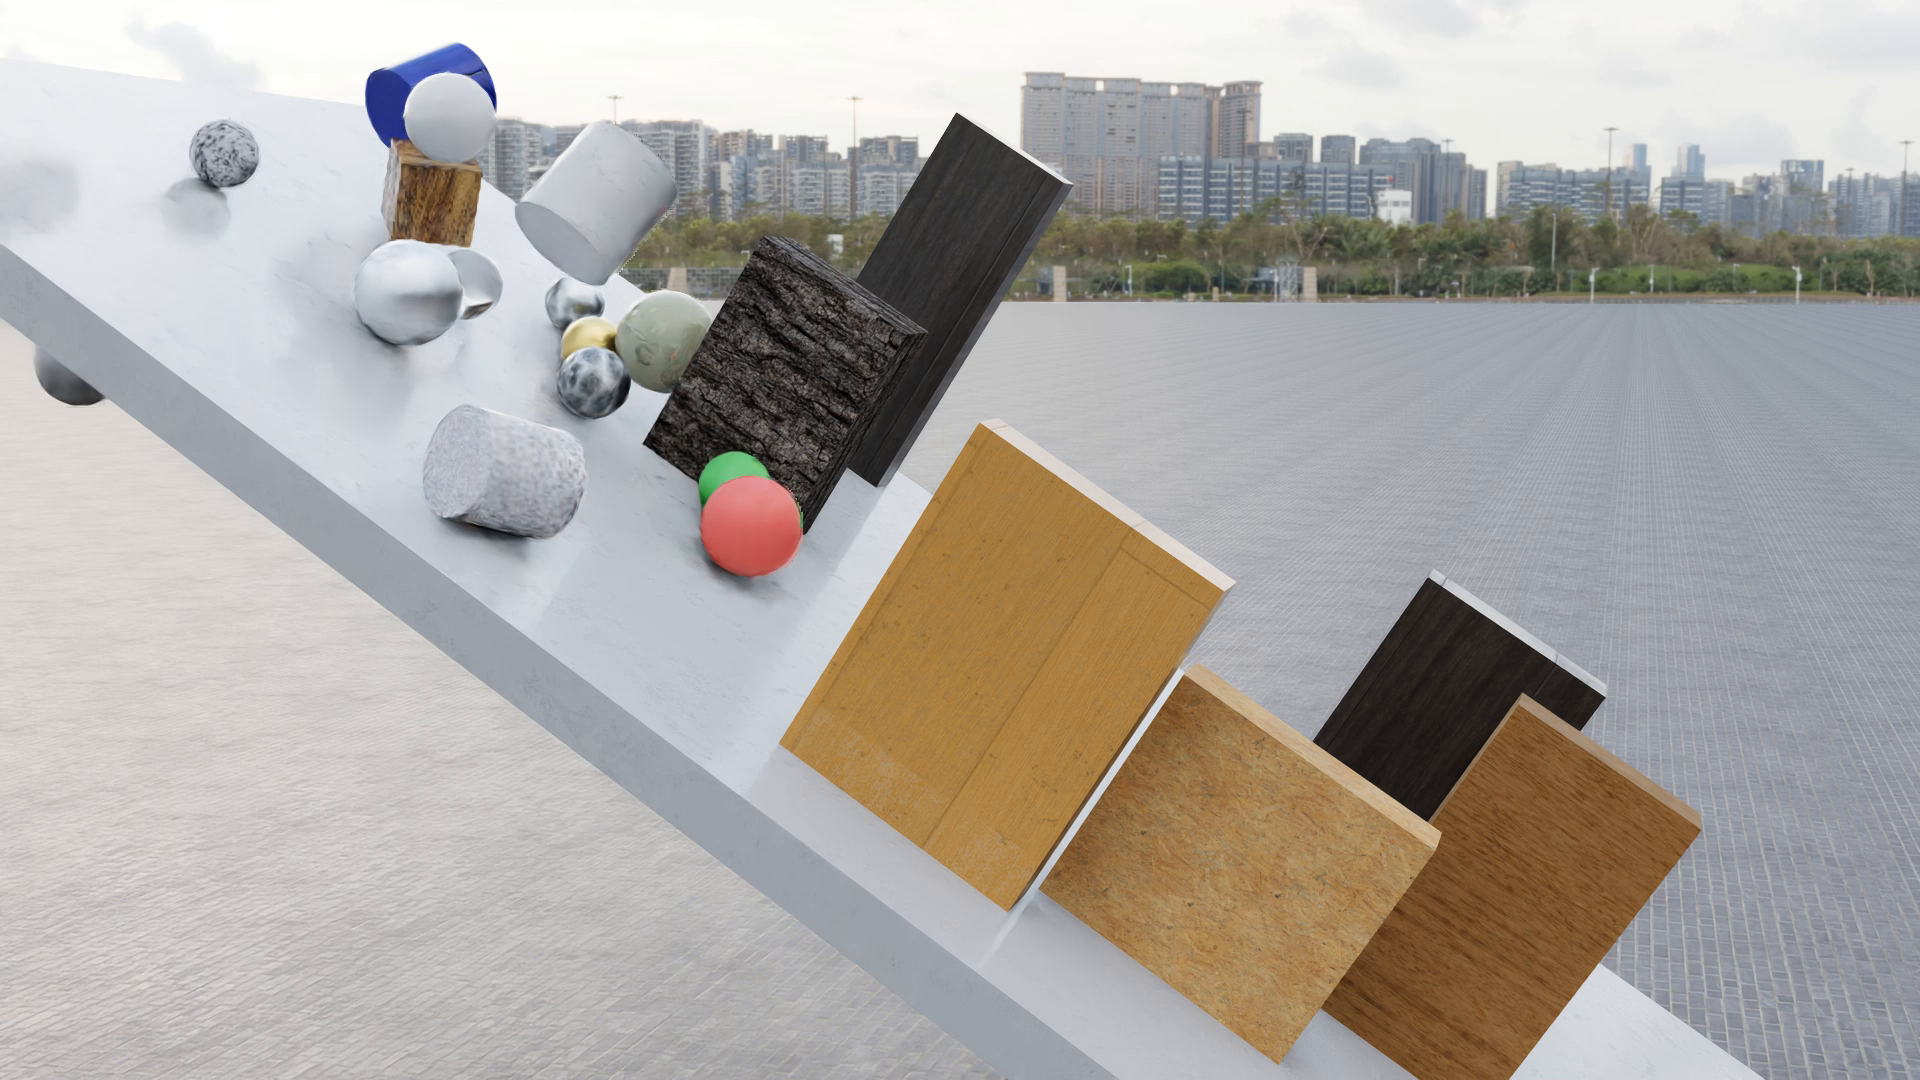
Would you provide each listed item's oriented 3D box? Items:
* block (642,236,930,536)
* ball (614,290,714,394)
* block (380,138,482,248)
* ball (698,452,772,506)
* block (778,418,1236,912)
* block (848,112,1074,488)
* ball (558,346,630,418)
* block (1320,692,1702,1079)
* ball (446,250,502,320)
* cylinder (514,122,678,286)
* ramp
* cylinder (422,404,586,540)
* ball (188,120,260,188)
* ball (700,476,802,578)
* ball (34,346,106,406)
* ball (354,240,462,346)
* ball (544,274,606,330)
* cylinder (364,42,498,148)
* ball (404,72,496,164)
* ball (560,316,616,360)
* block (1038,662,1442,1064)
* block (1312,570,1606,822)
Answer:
[{"bbox_3d":[-0.336,-0.292,4.229,0.337,0.471,0.141,35,15,10],"label":"block"},{"bbox_3d":[-0.578,-0.390,4.338,0.203,0.203,0.203,0,7,0],"label":"ball"},{"bbox_3d":[-1.090,-0.715,4.529,0.161,0.161,0.161,3,27,-25],"label":"block"},{"bbox_3d":[-0.418,-0.096,4.092,0.138,0.138,0.138,0,7,0],"label":"ball"},{"bbox_3d":[0.064,0.186,3.289,0.432,0.591,0.100,35,15,10],"label":"block"},{"bbox_3d":[-0.085,-0.524,4.852,0.285,0.790,0.088,35,15,10],"label":"block"},{"bbox_3d":[-0.696,-0.299,4.181,0.138,0.138,0.138,0,7,0],"label":"ball"},{"bbox_3d":[0.880,0.598,3.587,0.336,0.608,0.110,35,15,10],"label":"block"},{"bbox_3d":[-0.959,-0.498,4.281,0.137,0.137,0.137,0,7,0],"label":"ball"},{"bbox_3d":[-0.643,-0.594,3.888,0.204,0.204,0.204,30,-22,14],"label":"cylinder"},{"bbox_3d":[-0.135,0.226,4.103,4.000,0.100,2.000,35,15,10],"label":"ramp"},{"bbox_3d":[-0.713,-0.105,3.446,0.179,0.179,0.179,6,-7,42],"label":"cylinder"},{"bbox_3d":[-1.395,-0.732,4.169,0.127,0.127,0.127,0,7,0],"label":"ball"},{"bbox_3d":[-0.369,-0.024,3.883,0.179,0.179,0.179,0,7,0],"label":"ball"},{"bbox_3d":[-1.949,-0.390,4.868,0.188,0.188,0.188,0,7,0],"label":"ball"},{"bbox_3d":[-0.989,-0.443,3.944,0.190,0.190,0.190,0,7,0],"label":"ball"},{"bbox_3d":[-0.806,-0.498,4.608,0.126,0.126,0.126,0,7,0],"label":"ball"},{"bbox_3d":[-1.118,-0.931,4.647,0.194,0.194,0.194,6,30,40],"label":"cylinder"},{"bbox_3d":[-1.011,-0.836,4.360,0.178,0.178,0.178,0,7,0],"label":"ball"},{"bbox_3d":[-0.733,-0.384,4.393,0.127,0.127,0.127,0,7,0],"label":"ball"},{"bbox_3d":[0.426,0.493,3.379,0.450,0.417,0.112,35,15,10],"label":"block"},{"bbox_3d":[0.898,0.416,4.223,0.389,0.596,0.126,35,15,10],"label":"block"}]
